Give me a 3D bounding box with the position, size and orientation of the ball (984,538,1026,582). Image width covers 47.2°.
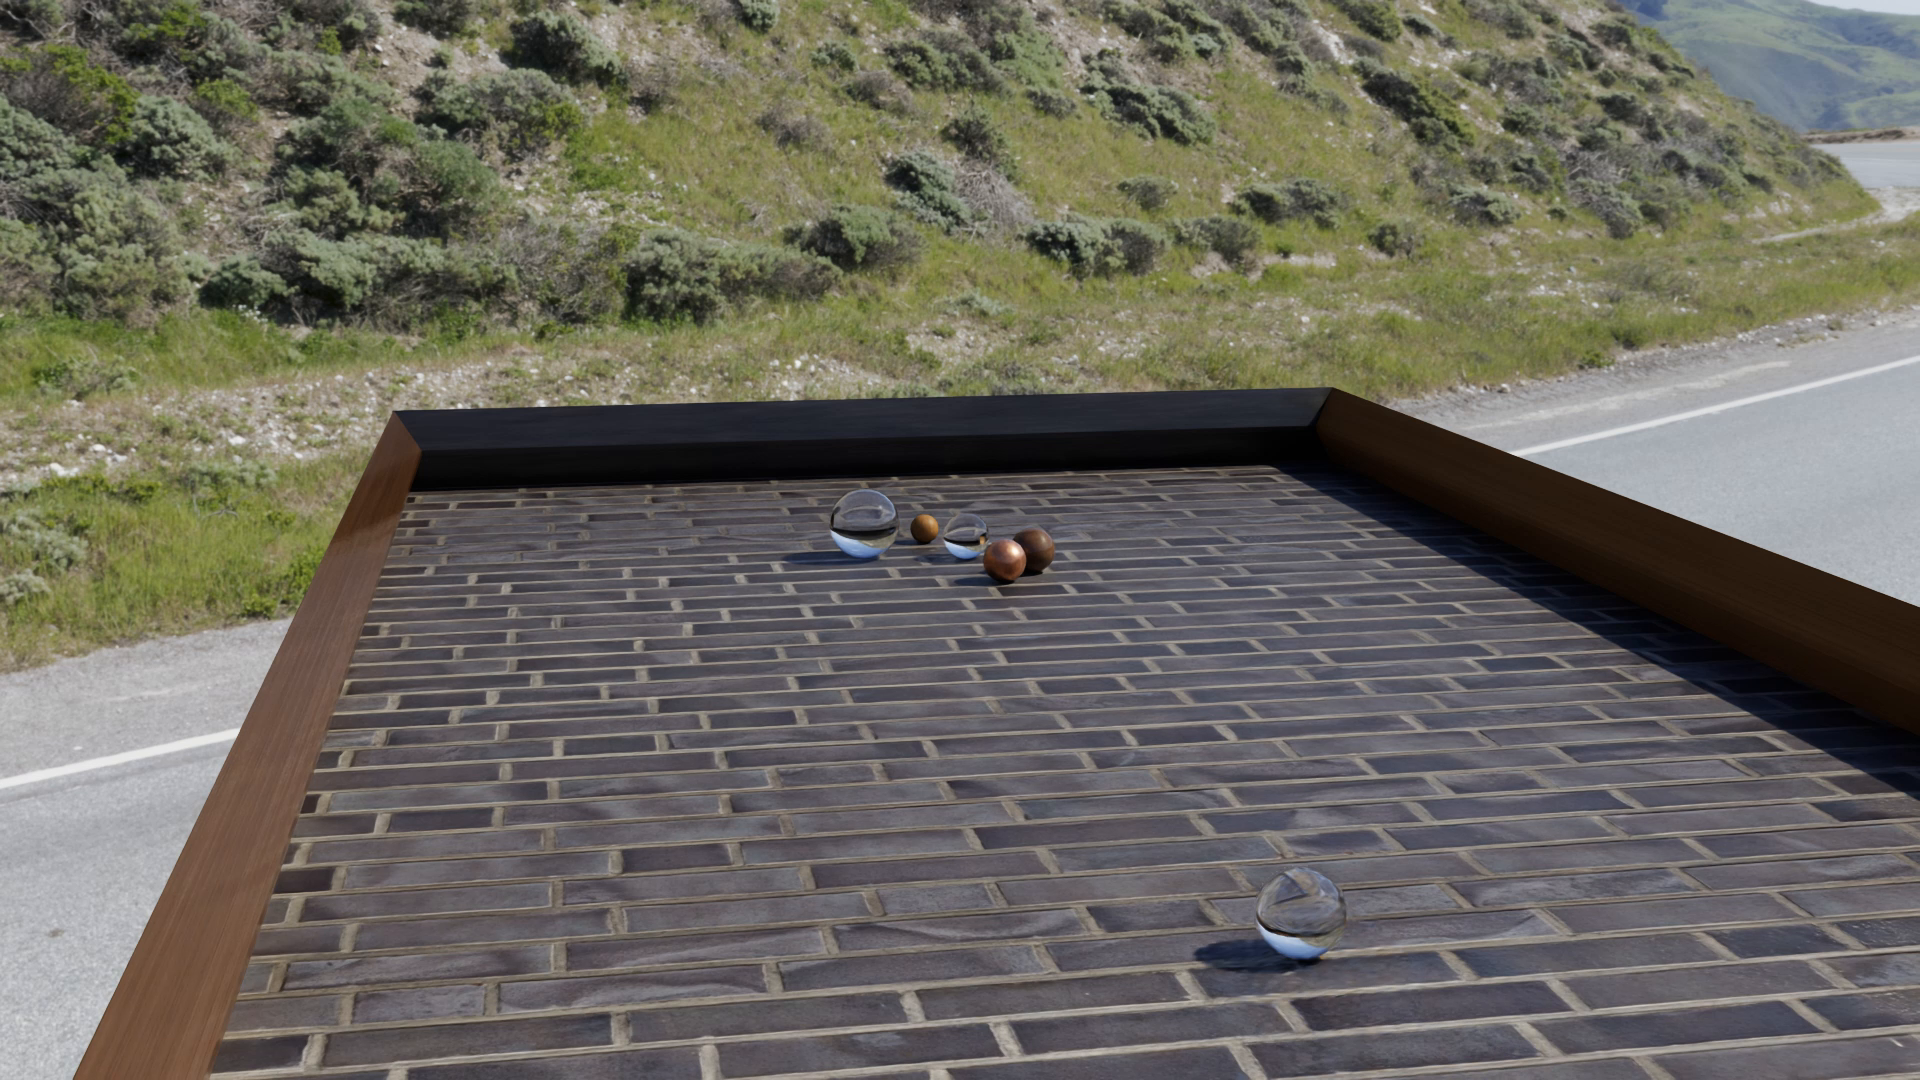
[{"bbox_3d":[0.059,0.027,2.886,0.057,0.057,0.057,0,12,0],"label":"ball"}]

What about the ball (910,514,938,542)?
[{"bbox_3d":[-0.051,-0.016,3.139,0.041,0.041,0.041,0,12,0],"label":"ball"}]

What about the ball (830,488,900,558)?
[{"bbox_3d":[-0.132,-0.023,3.029,0.097,0.097,0.097,0,12,0],"label":"ball"}]

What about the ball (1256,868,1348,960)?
[{"bbox_3d":[0.253,0.277,1.632,0.067,0.067,0.067,0,12,0],"label":"ball"}]

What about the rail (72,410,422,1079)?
[{"bbox_3d":[-0.627,0.140,2.153,0.045,0.126,2.926,-2,12,-10],"label":"rail"}]

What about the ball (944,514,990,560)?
[{"bbox_3d":[0.009,-0.005,3.029,0.063,0.063,0.063,0,12,0],"label":"ball"}]

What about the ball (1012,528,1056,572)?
[{"bbox_3d":[0.097,0.014,2.942,0.061,0.061,0.061,0,12,0],"label":"ball"}]

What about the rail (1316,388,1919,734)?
[{"bbox_3d":[0.892,0.084,2.427,0.045,0.126,2.926,-2,12,-10],"label":"rail"}]

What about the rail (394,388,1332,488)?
[{"bbox_3d":[-0.128,-0.170,3.677,1.592,0.126,0.045,-2,12,-10],"label":"rail"}]
